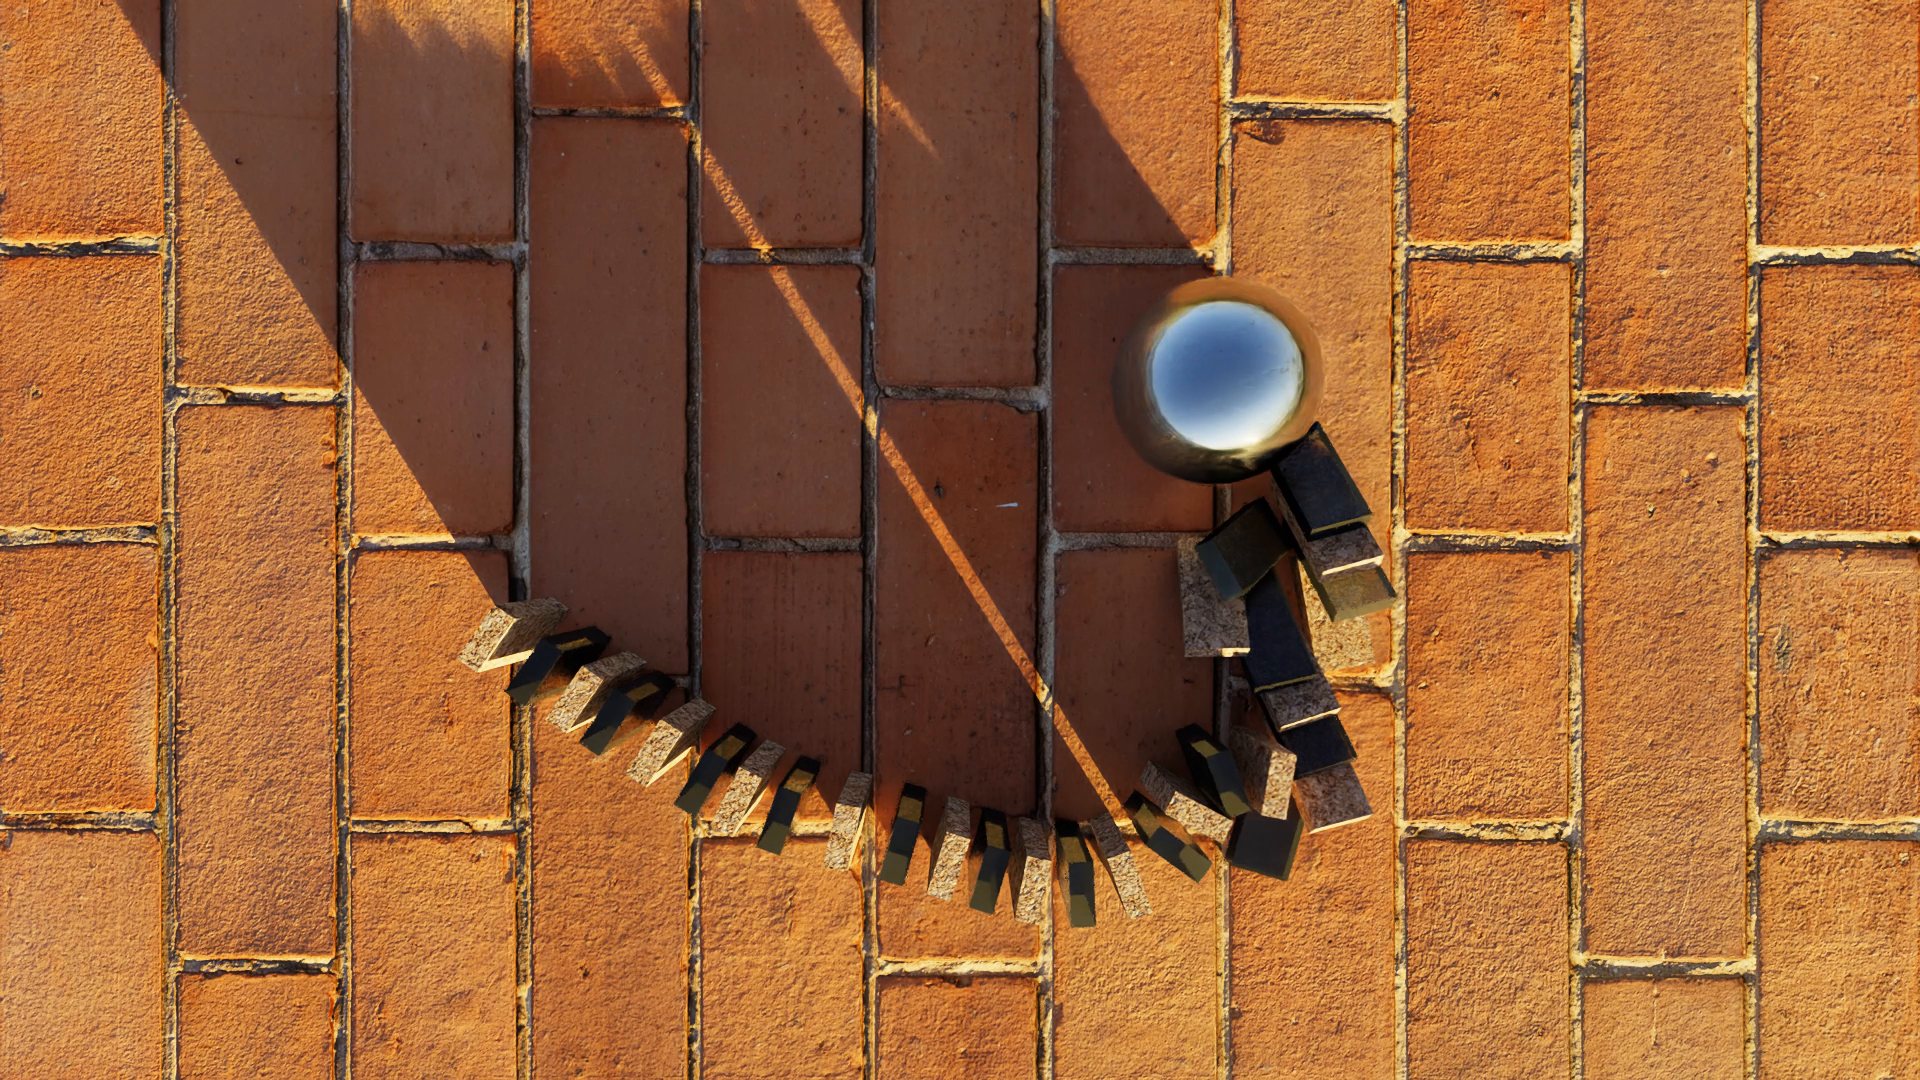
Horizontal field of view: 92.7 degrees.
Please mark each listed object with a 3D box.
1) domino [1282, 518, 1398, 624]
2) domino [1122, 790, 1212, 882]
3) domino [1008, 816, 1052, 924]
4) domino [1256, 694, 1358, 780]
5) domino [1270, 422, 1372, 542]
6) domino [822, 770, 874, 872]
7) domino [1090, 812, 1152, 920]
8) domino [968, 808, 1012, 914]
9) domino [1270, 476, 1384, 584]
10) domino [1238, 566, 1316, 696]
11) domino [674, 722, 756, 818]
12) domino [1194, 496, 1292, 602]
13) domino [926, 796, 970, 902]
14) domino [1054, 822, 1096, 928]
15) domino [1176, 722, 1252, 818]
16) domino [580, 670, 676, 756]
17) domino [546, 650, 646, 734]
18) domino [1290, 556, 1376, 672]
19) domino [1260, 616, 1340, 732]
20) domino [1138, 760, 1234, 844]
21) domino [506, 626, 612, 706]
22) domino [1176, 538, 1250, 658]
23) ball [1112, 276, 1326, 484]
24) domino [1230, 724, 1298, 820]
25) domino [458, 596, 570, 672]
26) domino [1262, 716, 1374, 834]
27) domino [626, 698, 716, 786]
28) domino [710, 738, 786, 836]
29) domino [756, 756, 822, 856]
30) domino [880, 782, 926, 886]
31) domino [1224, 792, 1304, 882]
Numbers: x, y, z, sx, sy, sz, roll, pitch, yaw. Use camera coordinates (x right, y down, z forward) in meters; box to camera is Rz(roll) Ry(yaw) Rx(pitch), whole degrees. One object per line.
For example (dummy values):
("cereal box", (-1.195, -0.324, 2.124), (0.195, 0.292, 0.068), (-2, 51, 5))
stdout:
("domino", (0.157, 0.008, 0.382), (0.025, 0.010, 0.050), (-15, 56, 0))
("domino", (0.084, 0.120, 0.375), (0.025, 0.050, 0.009), (36, 90, 0))
("domino", (0.028, 0.134, 0.375), (0.010, 0.050, 0.025), (11, 90, 0))
("domino", (0.142, 0.072, 0.384), (0.025, 0.010, 0.050), (-17, 62, -1))
("domino", (0.147, -0.025, 0.382), (0.025, 0.010, 0.050), (-15, 56, 0))
("domino", (-0.045, 0.114, 0.375), (0.009, 0.050, 0.025), (12, 90, 0))
("domino", (0.065, 0.132, 0.375), (0.009, 0.050, 0.025), (-19, 90, 0))
("domino", (0.012, 0.130, 0.375), (0.009, 0.050, 0.025), (16, 90, 0))
("domino", (0.152, -0.008, 0.382), (0.025, 0.010, 0.050), (-15, 56, 0))
("domino", (0.127, 0.037, 0.382), (0.025, 0.010, 0.050), (-13, 61, 3))
("domino", (-0.099, 0.093, 0.375), (0.009, 0.050, 0.025), (31, 90, 0))
("domino", (0.118, 0.003, 0.379), (0.050, 0.010, 0.025), (-30, 90, -43))
("domino", (-0.004, 0.125, 0.375), (0.009, 0.050, 0.025), (18, 90, 0))
("domino", (0.047, 0.136, 0.375), (0.009, 0.050, 0.025), (-3, 90, 0))
("domino", (0.103, 0.093, 0.375), (0.010, 0.050, 0.025), (-21, 90, 0))
("domino", (-0.135, 0.070, 0.375), (0.009, 0.050, 0.025), (34, 90, 0))
("domino", (-0.148, 0.061, 0.375), (0.009, 0.050, 0.025), (34, 90, 0))
("domino", (0.160, 0.030, 0.395), (0.025, 0.010, 0.050), (-10, 90, 0))
("domino", (0.135, 0.052, 0.384), (0.025, 0.010, 0.050), (-18, 62, 0))
("domino", (0.091, 0.106, 0.375), (0.025, 0.050, 0.009), (28, 90, 0))
("domino", (-0.163, 0.050, 0.375), (0.010, 0.050, 0.025), (35, 90, 0))
("domino", (0.105, 0.023, 0.382), (0.025, 0.010, 0.050), (-2, 62, 9))
("ball", (0.100, -0.062, 0.360), (0.080, 0.080, 0.080), (0, 90, 0))
("domino", (0.122, 0.094, 0.375), (0.010, 0.050, 0.025), (10, 90, 0))
("domino", (-0.181, 0.038, 0.375), (0.010, 0.050, 0.025), (35, 90, 0))
("domino", (0.149, 0.094, 0.383), (0.025, 0.010, 0.050), (-13, 62, -3))
("domino", (-0.117, 0.081, 0.375), (0.010, 0.050, 0.025), (33, 90, 0))
("domino", (-0.086, 0.100, 0.375), (0.010, 0.050, 0.025), (27, 90, 0))
("domino", (-0.069, 0.107, 0.375), (0.010, 0.050, 0.025), (20, 90, 0))
("domino", (-0.023, 0.119, 0.375), (0.010, 0.050, 0.025), (16, 90, 0))
("domino", (0.135, 0.118, 0.395), (0.025, 0.010, 0.050), (16, 90, 0))
